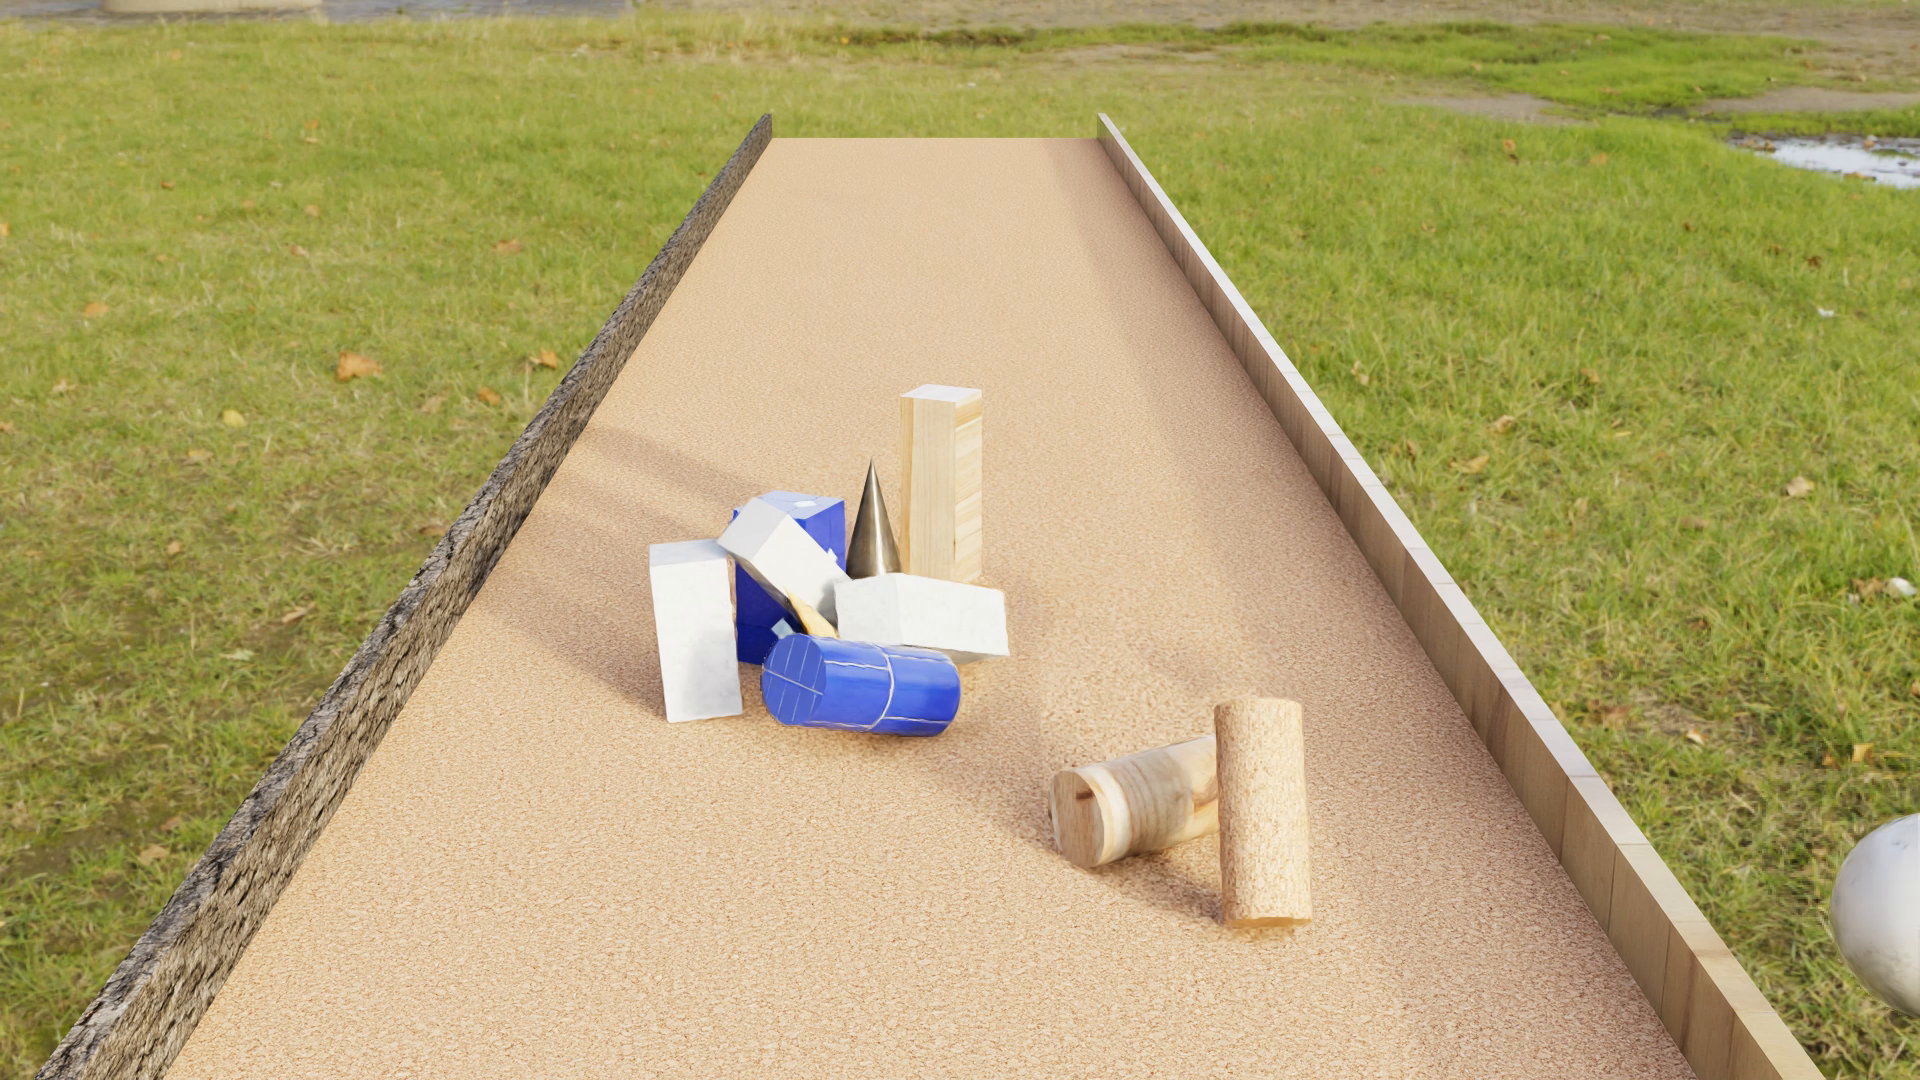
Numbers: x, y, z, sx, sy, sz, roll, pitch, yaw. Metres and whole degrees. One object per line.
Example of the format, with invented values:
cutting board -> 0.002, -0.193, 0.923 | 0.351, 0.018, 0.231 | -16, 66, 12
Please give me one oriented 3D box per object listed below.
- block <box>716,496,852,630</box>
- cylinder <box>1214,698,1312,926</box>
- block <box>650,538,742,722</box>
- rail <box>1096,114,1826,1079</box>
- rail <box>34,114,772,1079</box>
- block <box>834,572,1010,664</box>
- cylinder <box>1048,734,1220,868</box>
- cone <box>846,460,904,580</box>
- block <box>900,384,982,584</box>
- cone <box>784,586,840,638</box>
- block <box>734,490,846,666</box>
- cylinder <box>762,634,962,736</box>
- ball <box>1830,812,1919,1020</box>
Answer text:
block -> -0.266, 0.104, 4.152 | 0.110, 0.454, 0.110 | 26, 74, 46
cylinder -> 0.448, 0.405, 3.257 | 0.129, 0.320, 0.129 | 0, -16, 0
block -> -0.494, 0.167, 4.114 | 0.140, 0.305, 0.140 | -6, 17, -6
rail -> 0.932, -0.844, 7.801 | 0.050, 0.150, 12.000 | 0, 17, -1
rail -> -1.118, -0.838, 7.780 | 0.050, 0.150, 12.000 | 0, 17, -1
block -> -0.066, 0.154, 4.181 | 0.130, 0.130, 0.427 | -11, -10, 27
cylinder -> 0.321, 0.416, 3.549 | 0.326, 0.157, 0.157 | -10, 19, -31
cone -> -0.183, -0.004, 4.617 | 0.179, 0.356, 0.179 | 0, 17, 0
block -> -0.042, -0.119, 4.879 | 0.135, 0.425, 0.135 | 8, 18, 24
cone -> -0.250, 0.180, 4.043 | 0.114, 0.327, 0.114 | -17, 44, 17
block -> -0.338, 0.081, 4.401 | 0.161, 0.316, 0.161 | 8, 18, 24
cylinder -> -0.170, 0.259, 3.899 | 0.158, 0.158, 0.342 | 16, 4, 43
ball -> 1.356, 0.520, 3.034 | 0.289, 0.289, 0.289 | 0, 17, 0
